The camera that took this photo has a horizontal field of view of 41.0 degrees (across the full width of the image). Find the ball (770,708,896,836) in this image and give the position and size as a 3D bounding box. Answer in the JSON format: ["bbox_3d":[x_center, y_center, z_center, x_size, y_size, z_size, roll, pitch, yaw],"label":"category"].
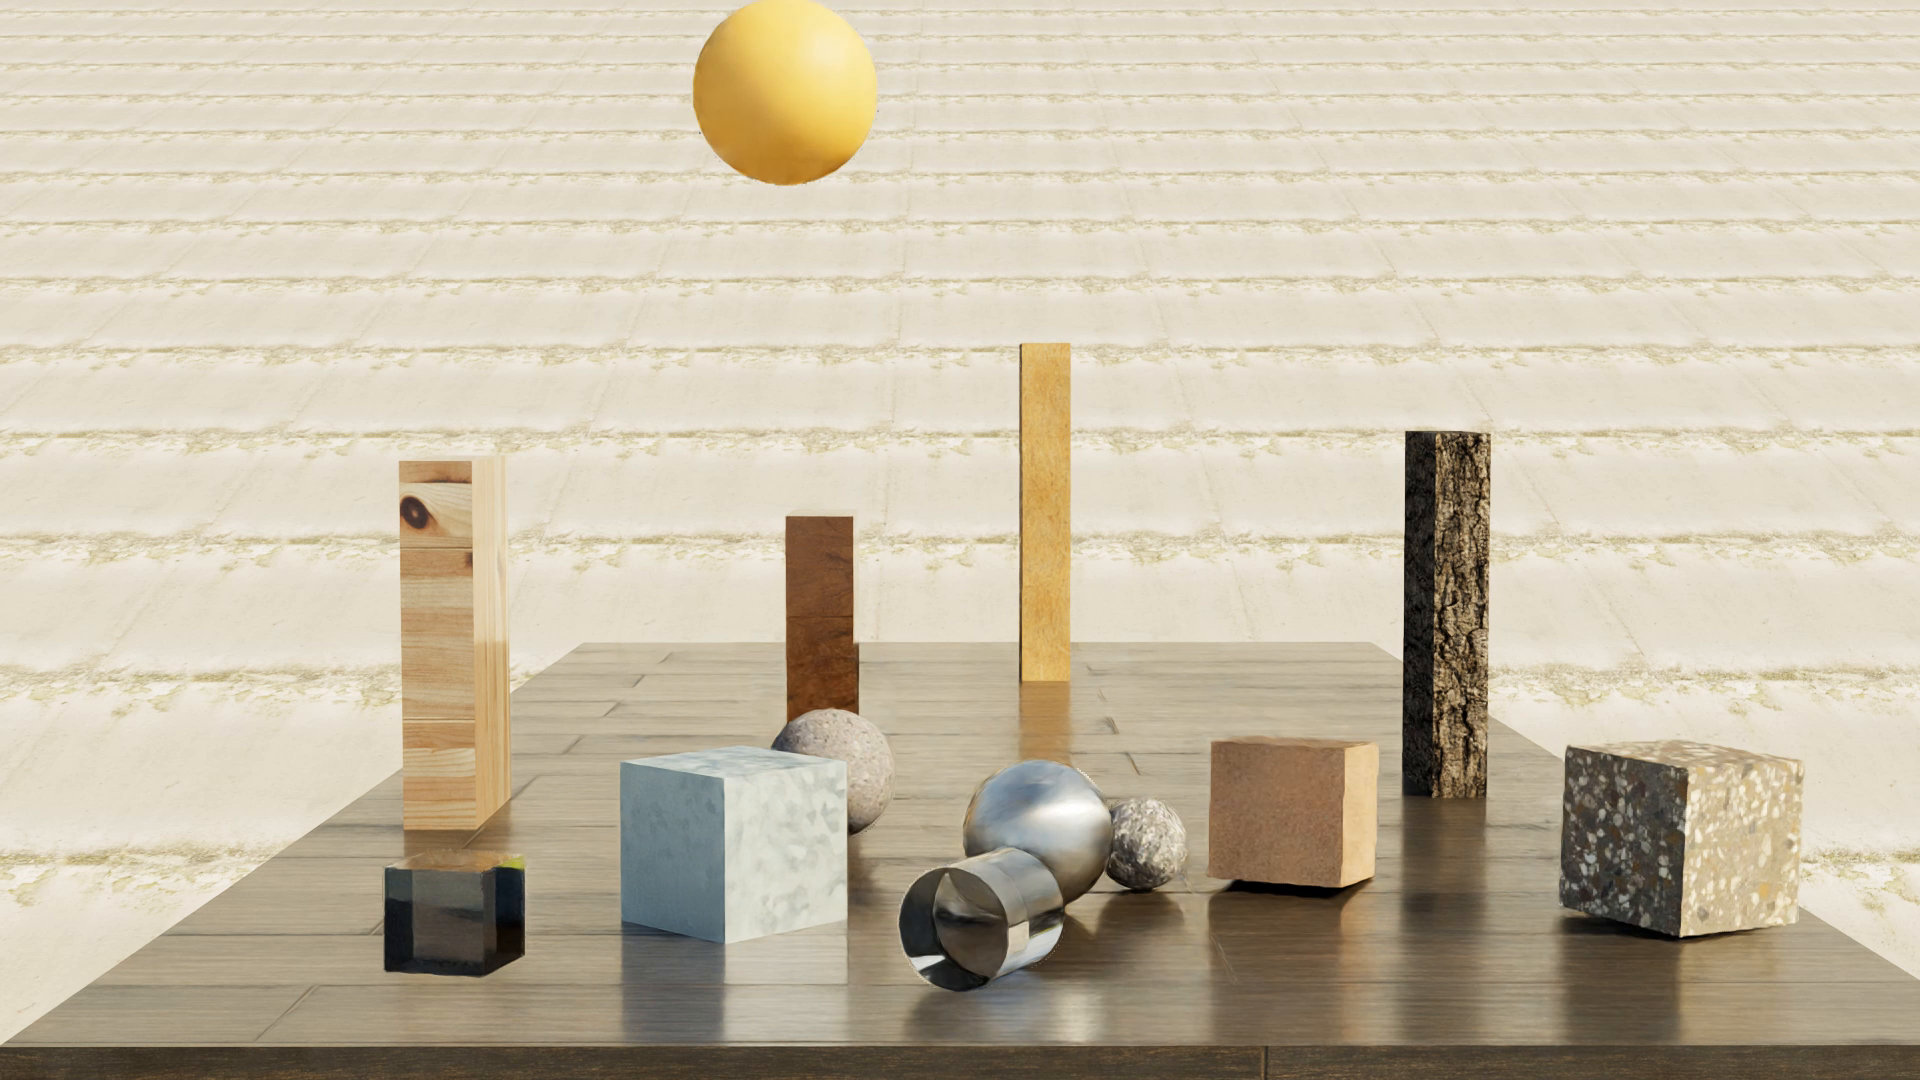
[{"bbox_3d":[-0.181,0.325,3.576,0.182,0.182,0.182,0,20,0],"label":"ball"}]

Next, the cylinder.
[{"bbox_3d":[0.025,0.415,2.818,0.134,0.134,0.134,11,8,27],"label":"cylinder"}]

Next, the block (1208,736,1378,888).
[{"bbox_3d":[0.439,0.353,3.367,0.176,0.176,0.176,1,-1,23],"label":"block"}]

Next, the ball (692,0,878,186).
[{"bbox_3d":[-0.183,-0.469,2.689,0.194,0.194,0.194,0,20,0],"label":"ball"}]

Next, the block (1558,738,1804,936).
[{"bbox_3d":[0.879,0.359,3.135,0.198,0.198,0.198,0,4,-31],"label":"block"}]

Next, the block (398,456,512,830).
[{"bbox_3d":[-0.764,0.146,3.902,0.106,0.541,0.296,0,3,0],"label":"block"}]

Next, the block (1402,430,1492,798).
[{"bbox_3d":[0.790,0.112,4.183,0.086,0.575,0.277,0,3,0],"label":"block"}]

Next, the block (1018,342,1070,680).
[{"bbox_3d":[0.189,-0.068,5.774,0.106,0.744,0.262,0,3,0],"label":"block"}]

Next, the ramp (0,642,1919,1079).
[{"bbox_3d":[0.047,0.429,4.533,2.000,0.100,4.000,0,3,0],"label":"ramp"}]

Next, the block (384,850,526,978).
[{"bbox_3d":[-0.568,0.419,2.895,0.117,0.117,0.117,1,4,14],"label":"block"}]

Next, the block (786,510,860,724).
[{"bbox_3d":[-0.242,0.164,4.556,0.118,0.426,0.244,0,3,0],"label":"block"}]

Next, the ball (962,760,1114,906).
[{"bbox_3d":[0.097,0.366,3.191,0.187,0.187,0.187,0,20,0],"label":"ball"}]

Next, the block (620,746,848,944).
[{"bbox_3d":[-0.275,0.366,3.127,0.195,0.195,0.195,3,5,44],"label":"block"}]

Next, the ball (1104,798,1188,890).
[{"bbox_3d":[0.234,0.392,3.319,0.119,0.119,0.119,0,20,0],"label":"ball"}]
